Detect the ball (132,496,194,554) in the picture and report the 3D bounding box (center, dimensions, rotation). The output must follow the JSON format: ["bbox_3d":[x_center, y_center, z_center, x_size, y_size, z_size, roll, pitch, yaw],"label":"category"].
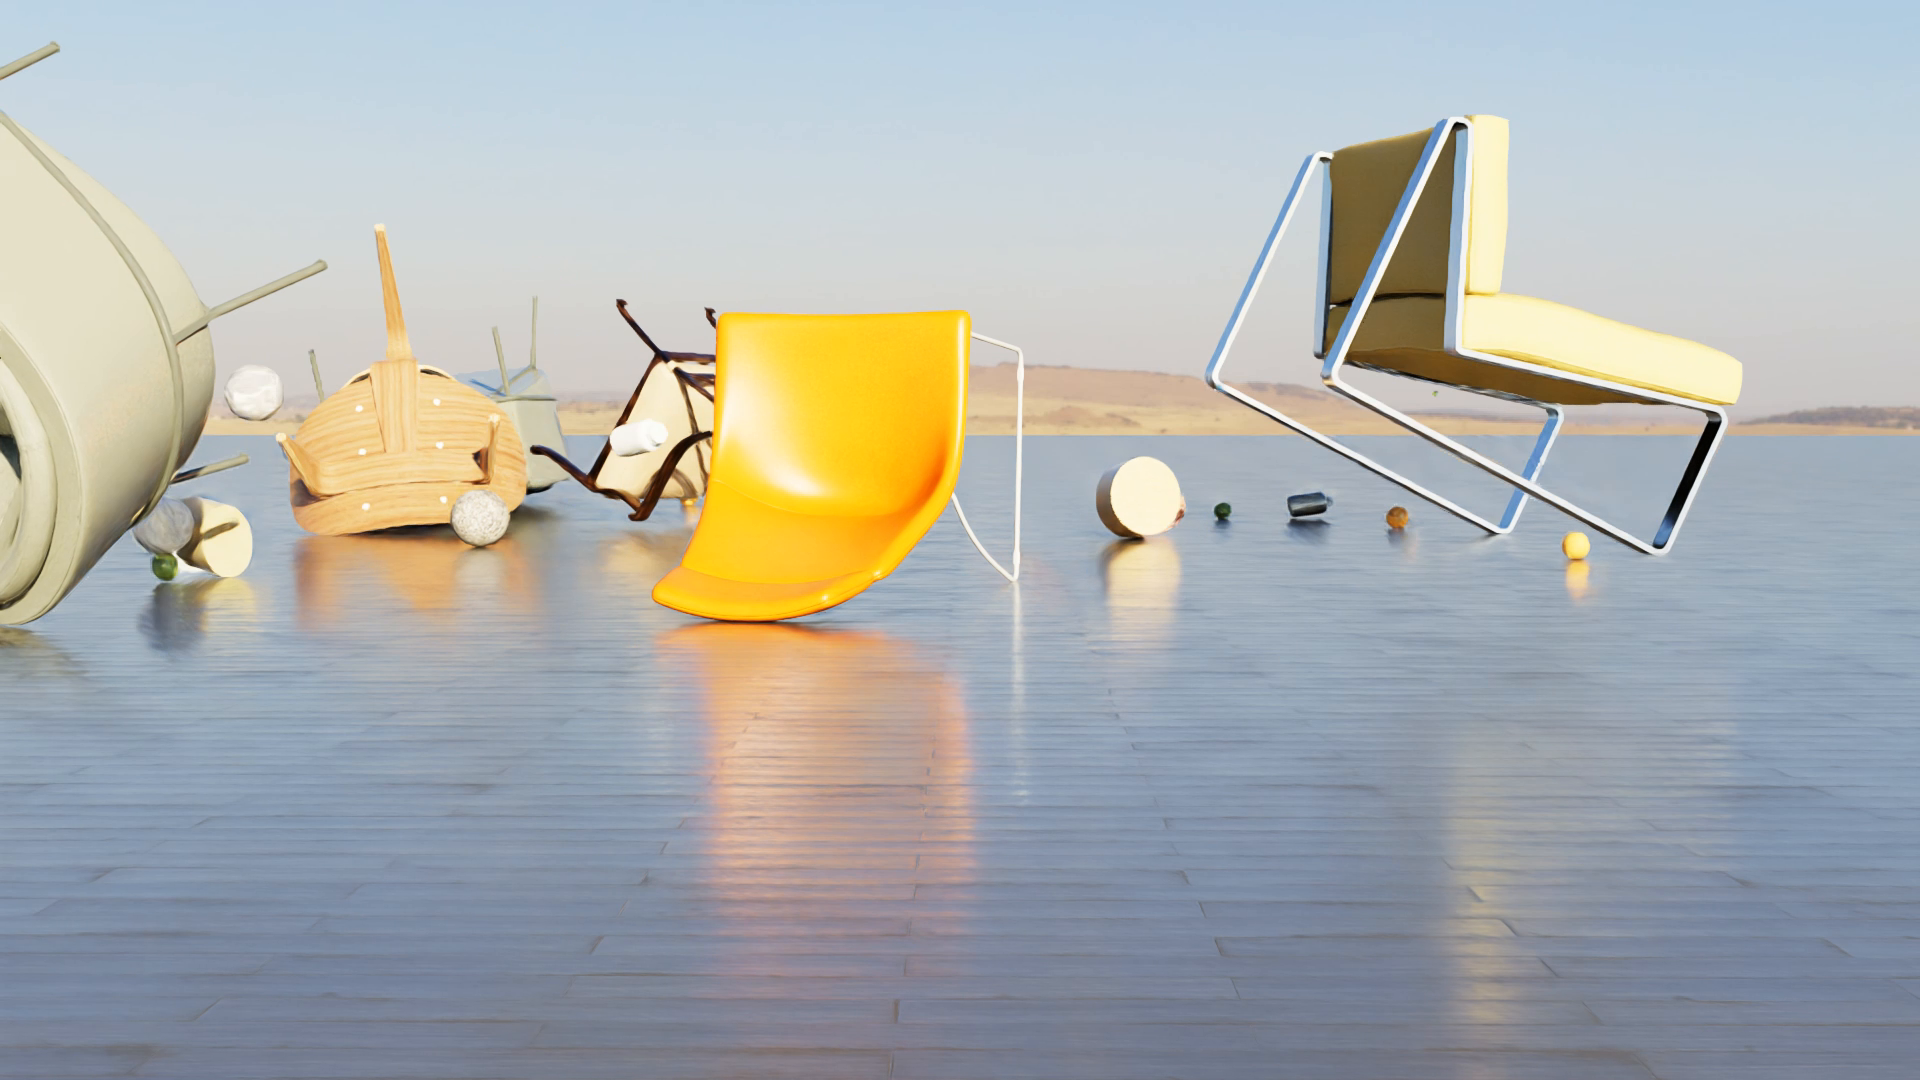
[{"bbox_3d":[-1.857,-0.035,5.123,0.137,0.137,0.137,0,4,0],"label":"ball"}]

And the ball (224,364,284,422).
[{"bbox_3d":[-2.187,-0.456,6.818,0.177,0.177,0.177,0,4,0],"label":"ball"}]

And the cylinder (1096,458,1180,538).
[{"bbox_3d":[0.531,-0.125,6.567,0.221,0.230,0.133,-1,-4,-17],"label":"cylinder"}]

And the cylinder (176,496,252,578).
[{"bbox_3d":[-1.789,-0.008,5.254,0.148,0.180,0.128,12,26,41],"label":"cylinder"}]

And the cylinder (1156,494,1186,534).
[{"bbox_3d":[0.569,-0.122,6.759,0.235,0.184,0.105,10,29,-24],"label":"cylinder"}]

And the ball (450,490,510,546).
[{"bbox_3d":[-1.366,-0.063,6.254,0.165,0.165,0.165,0,4,0],"label":"ball"}]
